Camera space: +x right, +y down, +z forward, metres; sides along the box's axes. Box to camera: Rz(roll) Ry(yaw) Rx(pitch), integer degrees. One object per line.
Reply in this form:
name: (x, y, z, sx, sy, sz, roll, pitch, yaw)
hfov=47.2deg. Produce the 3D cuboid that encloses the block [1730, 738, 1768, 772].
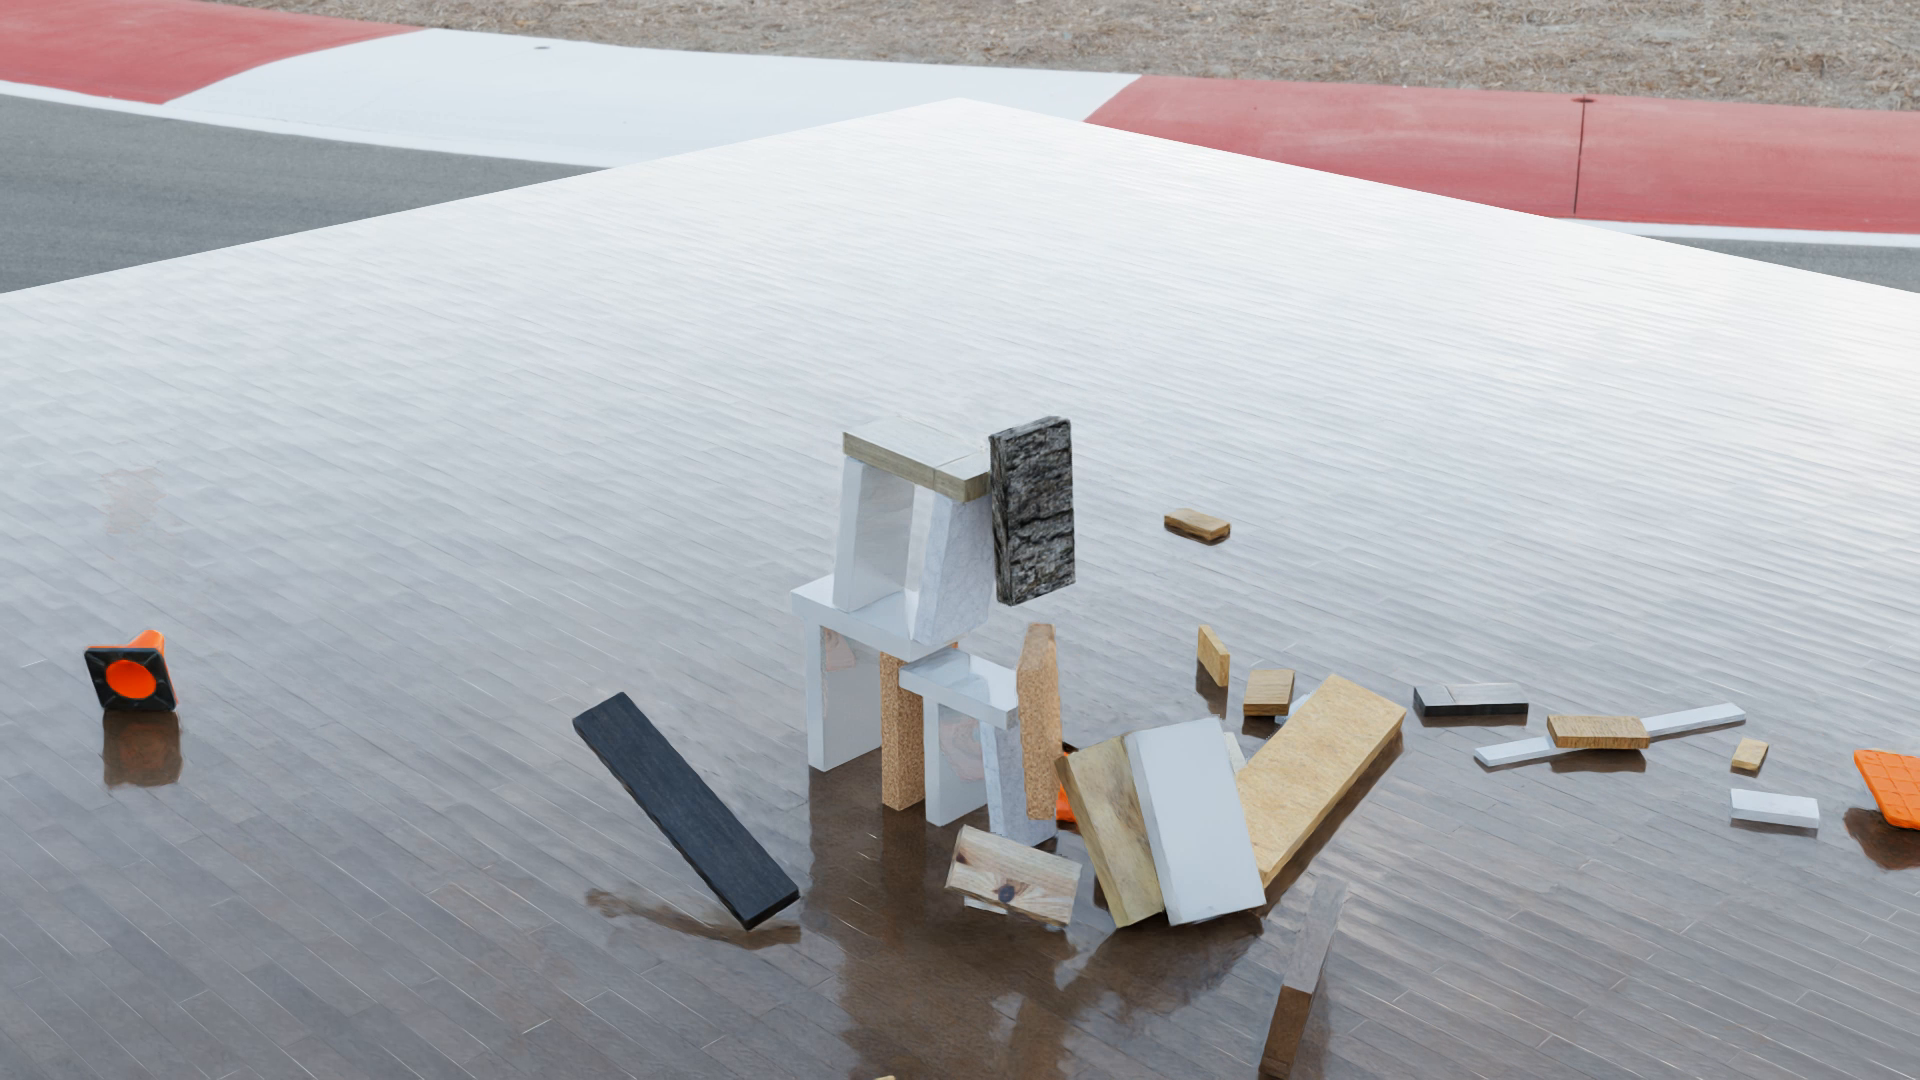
block: (1.678, 0.455, 4.669, 0.054, 0.015, 0.109, 13, 26, 27)

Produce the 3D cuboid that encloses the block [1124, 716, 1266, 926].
block: (0.439, 0.524, 4.112, 0.180, 0.360, 0.051, -8, -13, -23)

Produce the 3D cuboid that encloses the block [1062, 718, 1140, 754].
block: (0.305, 0.430, 4.718, 0.160, 0.023, 0.080, -19, 30, -38)

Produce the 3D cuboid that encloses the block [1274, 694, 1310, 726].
block: (0.754, 0.380, 4.843, 0.064, 0.018, 0.128, 17, 28, 35)

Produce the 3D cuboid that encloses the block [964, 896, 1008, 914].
block: (0.077, 0.653, 4.190, 0.082, 0.023, 0.165, 9, 25, 18)

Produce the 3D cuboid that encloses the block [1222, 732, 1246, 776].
block: (0.568, 0.475, 4.619, 0.064, 0.018, 0.264, -2, 23, -5)

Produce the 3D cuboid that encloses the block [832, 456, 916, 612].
block: (-0.169, -0.031, 4.401, 0.047, 0.330, 0.165, 28, 35, 34)

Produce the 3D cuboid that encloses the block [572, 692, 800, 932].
block: (-0.535, 0.513, 4.240, 0.118, 0.034, 0.613, -30, 52, -25)

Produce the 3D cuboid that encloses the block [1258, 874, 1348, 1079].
block: (0.591, 0.744, 3.770, 0.051, 0.180, 0.360, 16, 26, 13)

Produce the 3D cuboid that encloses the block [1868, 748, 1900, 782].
block: (1.944, 0.472, 4.628, 0.054, 0.015, 0.109, 7, 24, 15)

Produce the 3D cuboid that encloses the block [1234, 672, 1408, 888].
block: (0.695, 0.482, 4.505, 0.180, 0.051, 0.776, 26, 32, 21)

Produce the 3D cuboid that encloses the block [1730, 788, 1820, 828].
block: (1.648, 0.543, 4.451, 0.165, 0.023, 0.082, 6, 24, 14)

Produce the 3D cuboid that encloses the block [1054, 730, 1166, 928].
block: (0.309, 0.538, 4.111, 0.165, 0.329, 0.047, -17, -7, -33)

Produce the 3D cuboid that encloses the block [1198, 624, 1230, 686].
block: (0.580, 0.263, 5.037, 0.023, 0.080, 0.160, -5, 23, -11)

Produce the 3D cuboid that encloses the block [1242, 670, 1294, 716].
block: (0.689, 0.339, 4.900, 0.097, 0.028, 0.194, -1, 19, 14)

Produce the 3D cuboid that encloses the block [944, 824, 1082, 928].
block: (0.100, 0.621, 4.058, 0.237, 0.034, 0.118, 20, 63, -11)

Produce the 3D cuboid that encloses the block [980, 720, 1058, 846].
block: (0.116, 0.465, 4.297, 0.142, 0.284, 0.040, -21, 22, -40)

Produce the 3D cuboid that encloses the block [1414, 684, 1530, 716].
block: (1.135, 0.355, 4.888, 0.231, 0.028, 0.097, -1, 23, -3)

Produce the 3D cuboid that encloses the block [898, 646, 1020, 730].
block: (0.032, 0.287, 4.301, 0.284, 0.040, 0.142, 19, 30, 39)

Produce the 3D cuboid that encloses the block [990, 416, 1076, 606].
block: (0.139, -0.056, 4.158, 0.165, 0.329, 0.047, -19, 26, -37)

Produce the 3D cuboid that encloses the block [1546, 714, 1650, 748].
block: (1.368, 0.411, 4.717, 0.194, 0.028, 0.097, 1, 23, 2)

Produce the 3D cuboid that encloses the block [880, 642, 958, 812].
block: (-0.081, 0.361, 4.469, 0.049, 0.344, 0.172, 21, 31, 40)

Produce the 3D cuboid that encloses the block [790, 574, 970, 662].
block: (-0.165, 0.148, 4.468, 0.344, 0.049, 0.172, 20, 30, 39)

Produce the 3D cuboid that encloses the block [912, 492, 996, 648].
block: (0.003, 0.037, 4.263, 0.047, 0.330, 0.165, 32, 37, 33)

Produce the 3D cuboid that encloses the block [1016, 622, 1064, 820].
block: (0.151, 0.338, 4.099, 0.047, 0.329, 0.165, 1, 29, 11)

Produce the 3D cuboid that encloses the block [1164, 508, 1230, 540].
block: (0.629, -0.045, 5.839, 0.080, 0.023, 0.160, -21, 31, -40)

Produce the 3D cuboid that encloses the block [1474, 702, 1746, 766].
block: (1.411, 0.419, 4.753, 0.650, 0.015, 0.054, -8, 24, -18)

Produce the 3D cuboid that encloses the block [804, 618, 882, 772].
block: (-0.242, 0.298, 4.618, 0.049, 0.344, 0.172, 21, 31, 41)

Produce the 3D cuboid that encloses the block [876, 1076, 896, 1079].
block: (-0.126, 0.944, 3.492, 0.118, 0.034, 0.237, -8, 24, -18)

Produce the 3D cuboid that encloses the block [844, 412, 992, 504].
block: (-0.052, -0.163, 4.239, 0.330, 0.047, 0.165, 23, 32, 39)

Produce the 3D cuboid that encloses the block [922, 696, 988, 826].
block: (-0.006, 0.419, 4.409, 0.142, 0.284, 0.040, -21, 30, -41)
